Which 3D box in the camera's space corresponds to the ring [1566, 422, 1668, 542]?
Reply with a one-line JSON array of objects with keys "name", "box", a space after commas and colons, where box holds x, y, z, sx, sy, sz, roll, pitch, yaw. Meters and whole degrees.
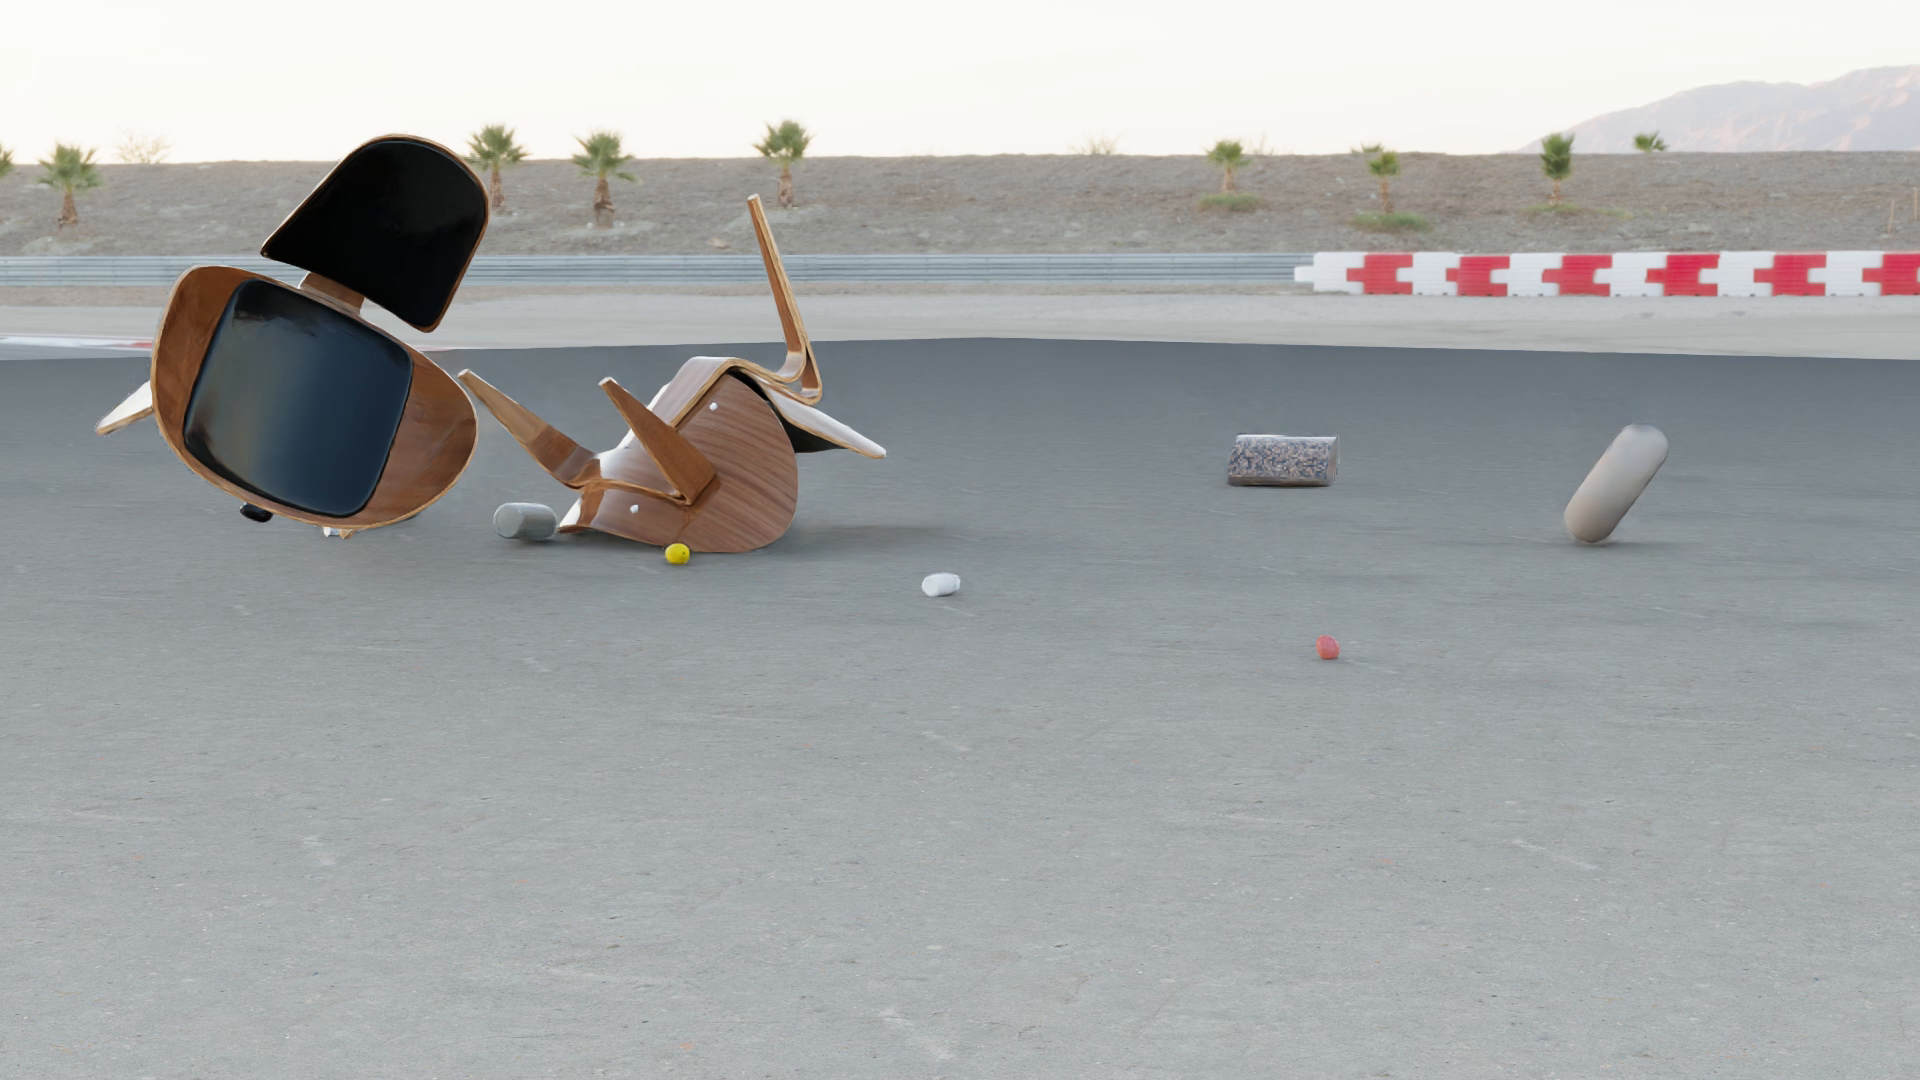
[{"name": "ring", "box": [1.585, -0.139, 6.197, 0.122, 0.314, 0.419, 37, -10, 12]}]

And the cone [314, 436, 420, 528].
[{"name": "cone", "box": [-1.624, -0.099, 6.800, 0.312, 0.267, 0.234, 16, 45, 36]}]

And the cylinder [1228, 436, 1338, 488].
[{"name": "cylinder", "box": [1.022, -0.249, 8.103, 0.310, 0.113, 0.284, 2, 28, 16]}]
